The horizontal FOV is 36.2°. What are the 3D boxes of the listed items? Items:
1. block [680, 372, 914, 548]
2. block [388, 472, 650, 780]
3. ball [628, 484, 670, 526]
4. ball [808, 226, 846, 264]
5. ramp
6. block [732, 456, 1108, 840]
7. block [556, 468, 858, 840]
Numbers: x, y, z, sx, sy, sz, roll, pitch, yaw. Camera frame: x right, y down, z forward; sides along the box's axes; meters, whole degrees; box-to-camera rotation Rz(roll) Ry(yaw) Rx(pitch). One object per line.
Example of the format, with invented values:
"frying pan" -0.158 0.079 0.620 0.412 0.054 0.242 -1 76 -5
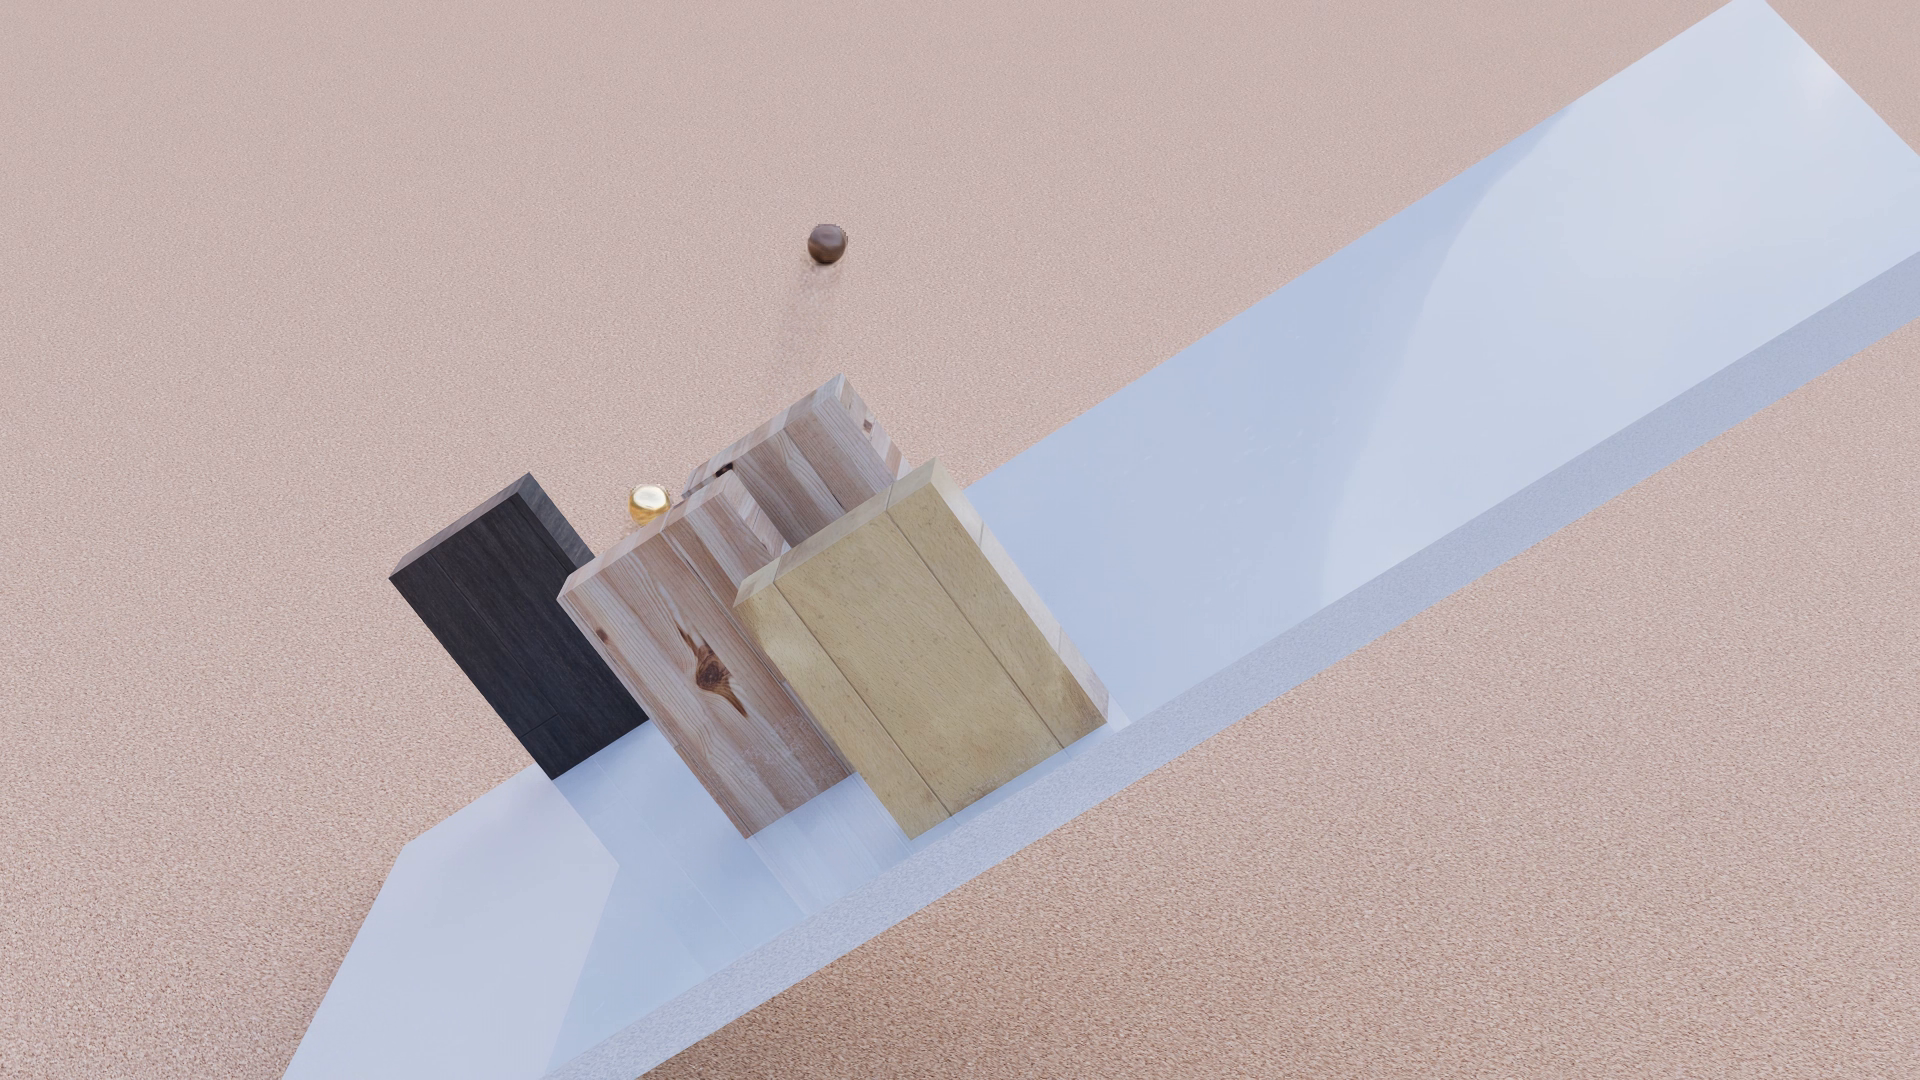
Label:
"block" -0.235 0.020 6.199 0.396 0.620 0.149 -32 16 15
"block" -1.041 0.218 7.298 0.406 0.657 0.143 -32 16 15
"ball" -1.069 -0.116 10.123 0.148 0.148 0.148 0 21 0
"ball" -0.599 -1.325 13.193 0.173 0.173 0.173 0 21 0
"ramp" 0.136 0.174 6.305 4.000 0.100 2.000 -32 16 15
"block" -0.067 0.204 5.402 0.441 0.560 0.135 -32 16 15
"block" -0.451 0.237 5.986 0.418 0.641 0.131 -32 16 15
